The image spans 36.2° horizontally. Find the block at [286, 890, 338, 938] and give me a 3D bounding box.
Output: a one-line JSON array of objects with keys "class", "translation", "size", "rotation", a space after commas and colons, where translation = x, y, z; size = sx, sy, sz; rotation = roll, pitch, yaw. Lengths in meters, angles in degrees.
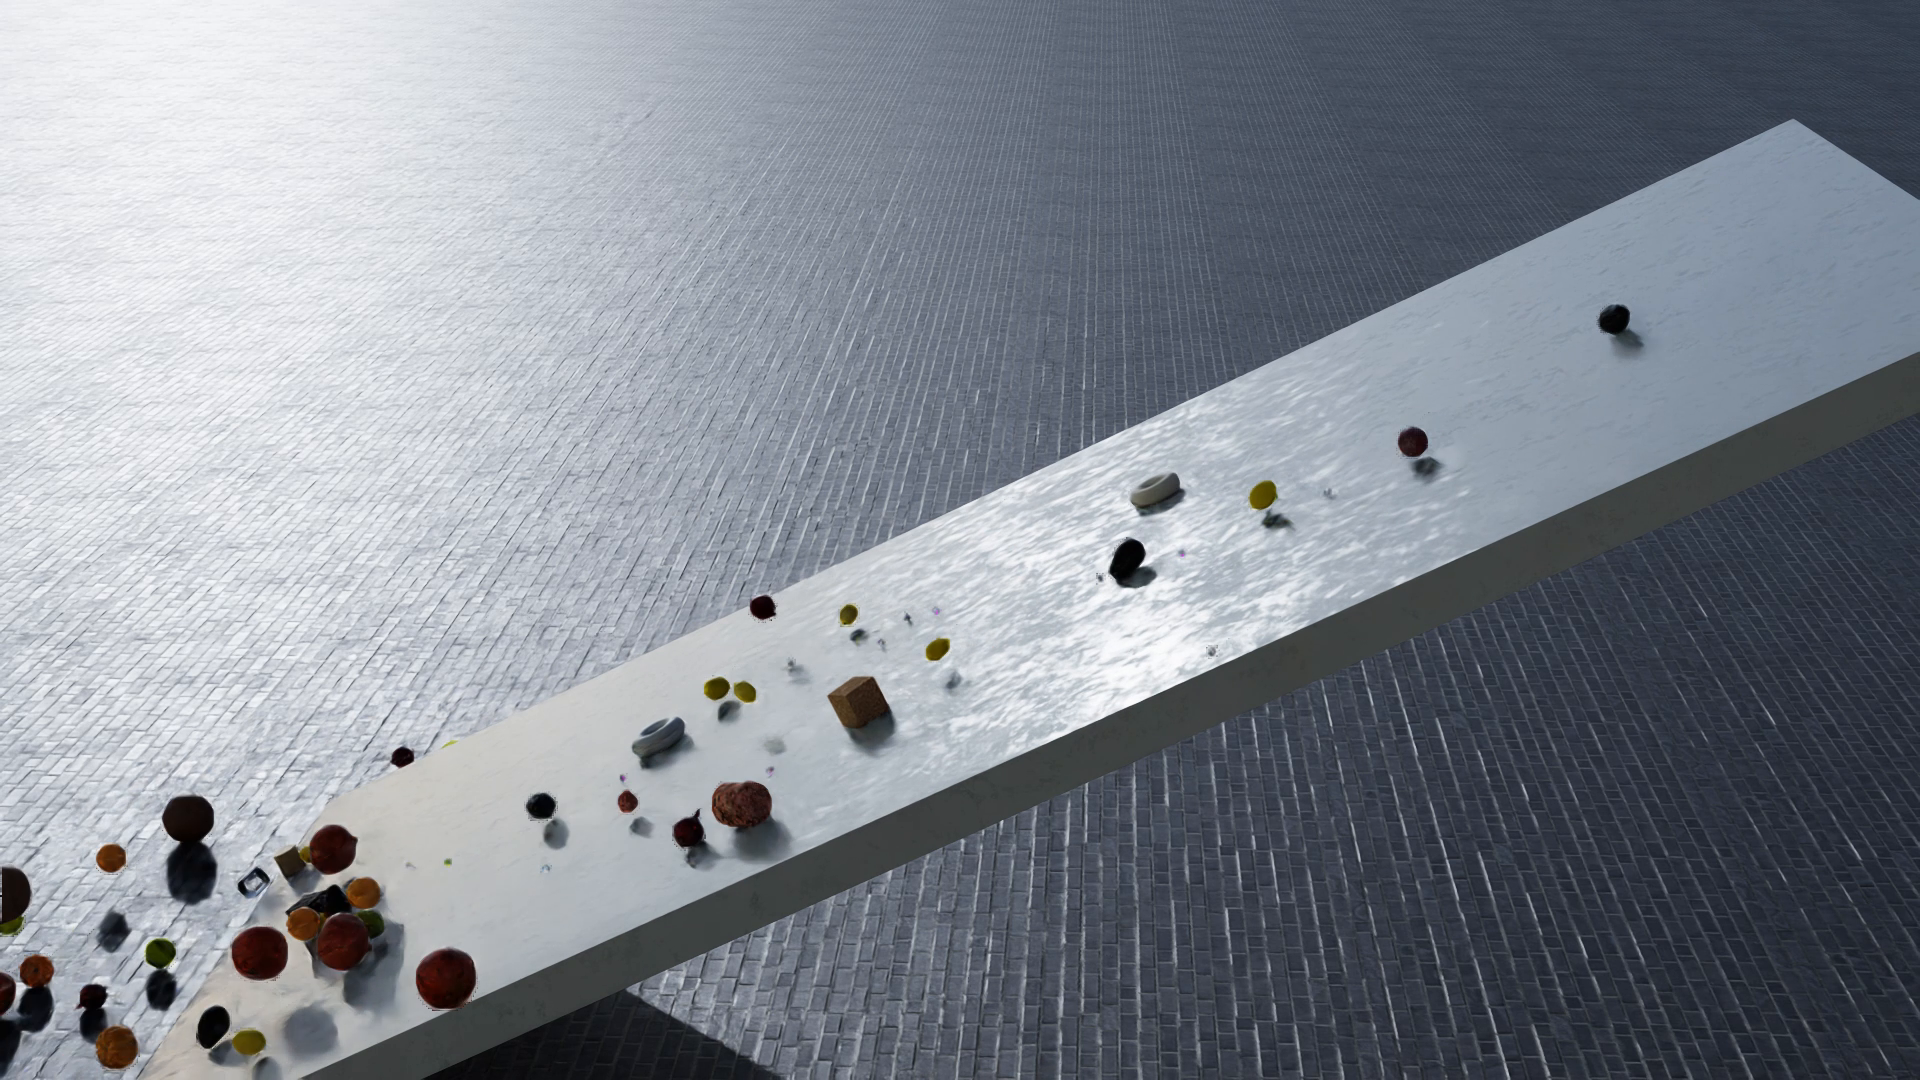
[{"class": "block", "translation": [-1.426, 0.824, 6.476], "size": [0.068, 0.068, 0.068], "rotation": [-17, 17, 36]}]

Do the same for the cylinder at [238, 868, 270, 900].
[{"class": "cylinder", "translation": [-1.684, 0.819, 7.014], "size": [0.054, 0.054, 0.054], "rotation": [8, 36, 25]}]

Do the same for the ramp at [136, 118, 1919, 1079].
[{"class": "ramp", "translation": [0.138, 0.168, 6.281], "size": [4.000, 0.100, 2.000], "rotation": [-25, 14, 10]}]

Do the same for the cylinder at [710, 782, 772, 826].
[{"class": "cylinder", "translation": [-0.422, 0.509, 5.679], "size": [0.085, 0.085, 0.085], "rotation": [-12, 3, -36]}]

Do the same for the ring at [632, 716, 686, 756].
[{"class": "ring", "translation": [-0.669, 0.436, 6.524], "size": [0.131, 0.044, 0.131], "rotation": [-27, 12, 6]}]

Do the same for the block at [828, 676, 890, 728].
[{"class": "block", "translation": [-0.206, 0.328, 5.964], "size": [0.076, 0.076, 0.076], "rotation": [-35, 15, -28]}]

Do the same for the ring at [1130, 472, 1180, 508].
[{"class": "ring", "translation": [0.428, -0.110, 6.462], "size": [0.118, 0.039, 0.118], "rotation": [-27, 12, 6]}]

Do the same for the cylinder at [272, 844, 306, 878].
[{"class": "cylinder", "translation": [-1.607, 0.769, 7.049], "size": [0.059, 0.059, 0.059], "rotation": [-26, 14, 7]}]
